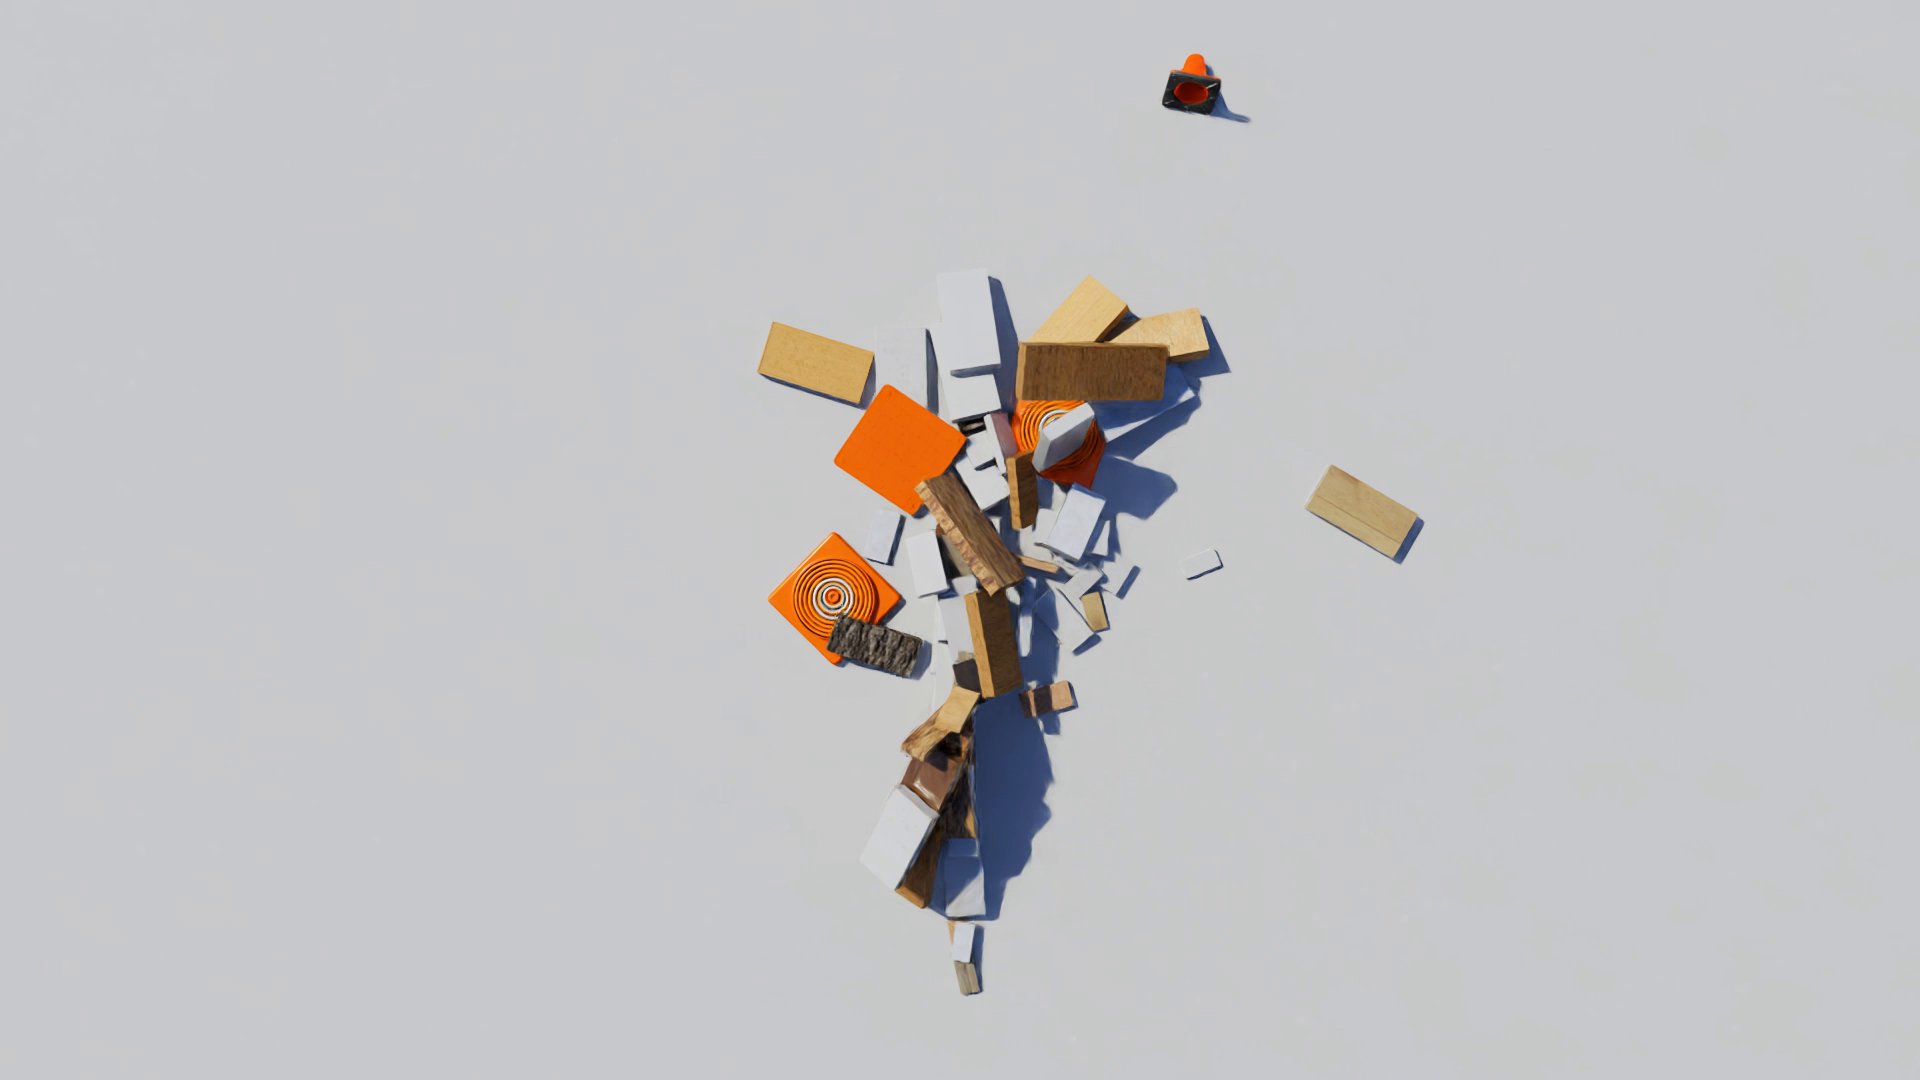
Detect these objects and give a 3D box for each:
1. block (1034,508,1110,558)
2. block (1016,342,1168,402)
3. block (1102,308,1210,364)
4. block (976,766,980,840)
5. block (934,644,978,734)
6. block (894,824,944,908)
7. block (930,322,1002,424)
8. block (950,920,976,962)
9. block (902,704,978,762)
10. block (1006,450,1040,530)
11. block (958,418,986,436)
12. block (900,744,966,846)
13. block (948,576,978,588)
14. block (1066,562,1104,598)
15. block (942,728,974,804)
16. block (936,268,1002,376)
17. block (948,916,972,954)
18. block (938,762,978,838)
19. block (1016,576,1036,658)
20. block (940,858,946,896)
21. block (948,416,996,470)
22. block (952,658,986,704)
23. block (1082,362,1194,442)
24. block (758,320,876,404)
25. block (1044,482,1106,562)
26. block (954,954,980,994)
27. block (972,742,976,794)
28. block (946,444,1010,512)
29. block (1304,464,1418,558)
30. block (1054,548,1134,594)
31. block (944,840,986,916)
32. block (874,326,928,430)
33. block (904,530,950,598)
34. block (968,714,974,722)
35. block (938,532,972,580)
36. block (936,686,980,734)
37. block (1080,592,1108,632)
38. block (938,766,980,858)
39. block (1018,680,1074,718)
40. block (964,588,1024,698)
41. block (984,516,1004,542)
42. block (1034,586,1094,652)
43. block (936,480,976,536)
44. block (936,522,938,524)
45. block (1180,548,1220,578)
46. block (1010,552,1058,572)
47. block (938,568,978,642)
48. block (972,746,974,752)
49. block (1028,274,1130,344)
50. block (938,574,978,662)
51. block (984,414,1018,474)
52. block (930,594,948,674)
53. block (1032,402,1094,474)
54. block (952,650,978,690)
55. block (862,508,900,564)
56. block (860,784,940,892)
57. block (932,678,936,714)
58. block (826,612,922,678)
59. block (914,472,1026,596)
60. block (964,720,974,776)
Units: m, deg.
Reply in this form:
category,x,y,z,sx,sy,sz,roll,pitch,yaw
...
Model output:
category,x,y,z,sx,sy,sz,roll,pitch,yaw
block,0.368,-0.022,5.439,0.241,0.034,0.121,11,70,-8
block,0.423,-0.537,5.273,0.509,0.050,0.176,-2,107,-24
block,0.640,-0.657,5.443,0.331,0.047,0.166,-11,64,0
block,0.000,0.879,5.455,0.126,0.036,0.253,-1,79,0
block,-0.009,0.483,5.357,0.141,0.040,0.282,3,83,0
block,-0.148,1.031,5.360,0.157,0.044,0.314,27,123,30
block,0.018,-0.564,5.438,0.168,0.048,0.336,-13,77,0
block,0.009,1.330,5.462,0.063,0.018,0.126,9,80,0
block,-0.063,0.583,5.157,0.085,0.290,0.024,27,134,25
block,0.209,-0.165,5.415,0.034,0.118,0.237,4,107,35
block,0.019,-0.455,5.457,0.099,0.028,0.199,-20,73,-2
block,-0.110,0.792,5.209,0.157,0.044,0.314,33,111,25
block,0.013,0.224,5.346,0.101,0.029,0.203,-6,96,-1
block,0.411,0.133,5.462,0.061,0.017,0.122,42,117,-5
block,-0.042,0.701,5.217,0.120,0.034,0.239,19,105,17
block,0.028,-0.720,5.425,0.168,0.048,0.336,-8,77,1
block,-0.001,1.324,5.491,0.063,0.018,0.126,-10,90,0
block,-0.018,0.835,5.278,0.120,0.034,0.239,-5,100,17
block,0.215,0.251,5.435,0.037,0.130,0.259,5,90,-2
block,0.001,1.052,5.482,0.126,0.036,0.253,1,90,0
block,0.050,-0.340,5.451,0.099,0.028,0.199,-25,74,-4
block,0.030,0.457,5.272,0.073,0.021,0.146,-17,94,1
block,0.588,-0.470,5.447,0.331,0.047,0.166,-28,90,-11
block,-0.477,-0.588,5.475,0.353,0.050,0.176,17,90,0
block,0.379,-0.059,5.417,0.121,0.034,0.241,26,69,-2
block,0.021,1.444,5.482,0.063,0.018,0.126,-12,98,0
block,-0.022,0.809,5.429,0.144,0.041,0.289,0,79,-1
block,0.066,-0.219,5.446,0.118,0.034,0.237,-29,74,-5
block,1.331,-0.096,5.477,0.331,0.047,0.166,30,90,0
block,0.444,0.069,5.483,0.241,0.034,0.121,31,90,0
block,0.014,1.114,5.426,0.126,0.036,0.253,-3,106,1
block,-0.195,-0.536,5.476,0.168,0.048,0.336,-1,90,0
block,-0.106,0.079,5.294,0.101,0.029,0.202,-15,69,5
block,0.012,0.542,5.301,0.073,0.021,0.146,13,96,-1
block,-0.030,0.108,5.367,0.128,0.036,0.256,-21,95,1
block,-0.007,0.533,5.186,0.085,0.169,0.024,16,130,14
block,0.447,0.238,5.491,0.061,0.017,0.122,-14,90,0
block,-0.022,0.882,5.352,0.144,0.041,0.289,-5,88,9
block,0.286,0.530,5.488,0.169,0.024,0.085,-16,90,0
block,0.108,0.322,5.288,0.047,0.167,0.335,-8,94,35
block,0.106,0.021,5.454,0.085,0.024,0.193,4,97,41
block,0.340,0.263,5.476,0.101,0.029,0.202,-40,89,8
block,-0.008,-0.076,5.440,0.118,0.034,0.237,14,73,1
block,-0.029,0.025,5.445,0.128,0.036,0.256,13,73,0
block,0.799,0.078,5.491,0.122,0.017,0.061,-22,90,0
block,0.237,0.073,5.457,0.170,0.085,0.024,15,94,0
block,-0.008,0.209,5.430,0.128,0.036,0.256,1,73,-1
block,-0.020,0.599,5.435,0.144,0.041,0.289,6,72,1
block,0.374,-0.688,5.443,0.176,0.050,0.353,43,90,22
block,0.008,0.251,5.316,0.130,0.037,0.259,-12,96,0
block,0.143,-0.317,5.416,0.028,0.099,0.199,-21,82,35
block,-0.017,0.307,5.441,0.141,0.040,0.282,4,74,0
block,0.325,-0.322,5.257,0.167,0.335,0.047,-32,79,-11
block,0.019,0.438,5.309,0.073,0.021,0.154,10,100,-1
block,-0.261,-0.015,5.488,0.085,0.024,0.170,16,90,0
block,-0.194,0.945,5.226,0.157,0.044,0.314,38,119,23
block,-0.016,0.504,5.423,0.141,0.040,0.282,5,71,0
block,-0.281,0.345,5.440,0.289,0.037,0.130,19,104,-11
block,0.035,-0.024,5.332,0.047,0.167,0.429,-43,77,33
block,-0.023,0.693,5.287,0.120,0.034,0.239,7,103,14
